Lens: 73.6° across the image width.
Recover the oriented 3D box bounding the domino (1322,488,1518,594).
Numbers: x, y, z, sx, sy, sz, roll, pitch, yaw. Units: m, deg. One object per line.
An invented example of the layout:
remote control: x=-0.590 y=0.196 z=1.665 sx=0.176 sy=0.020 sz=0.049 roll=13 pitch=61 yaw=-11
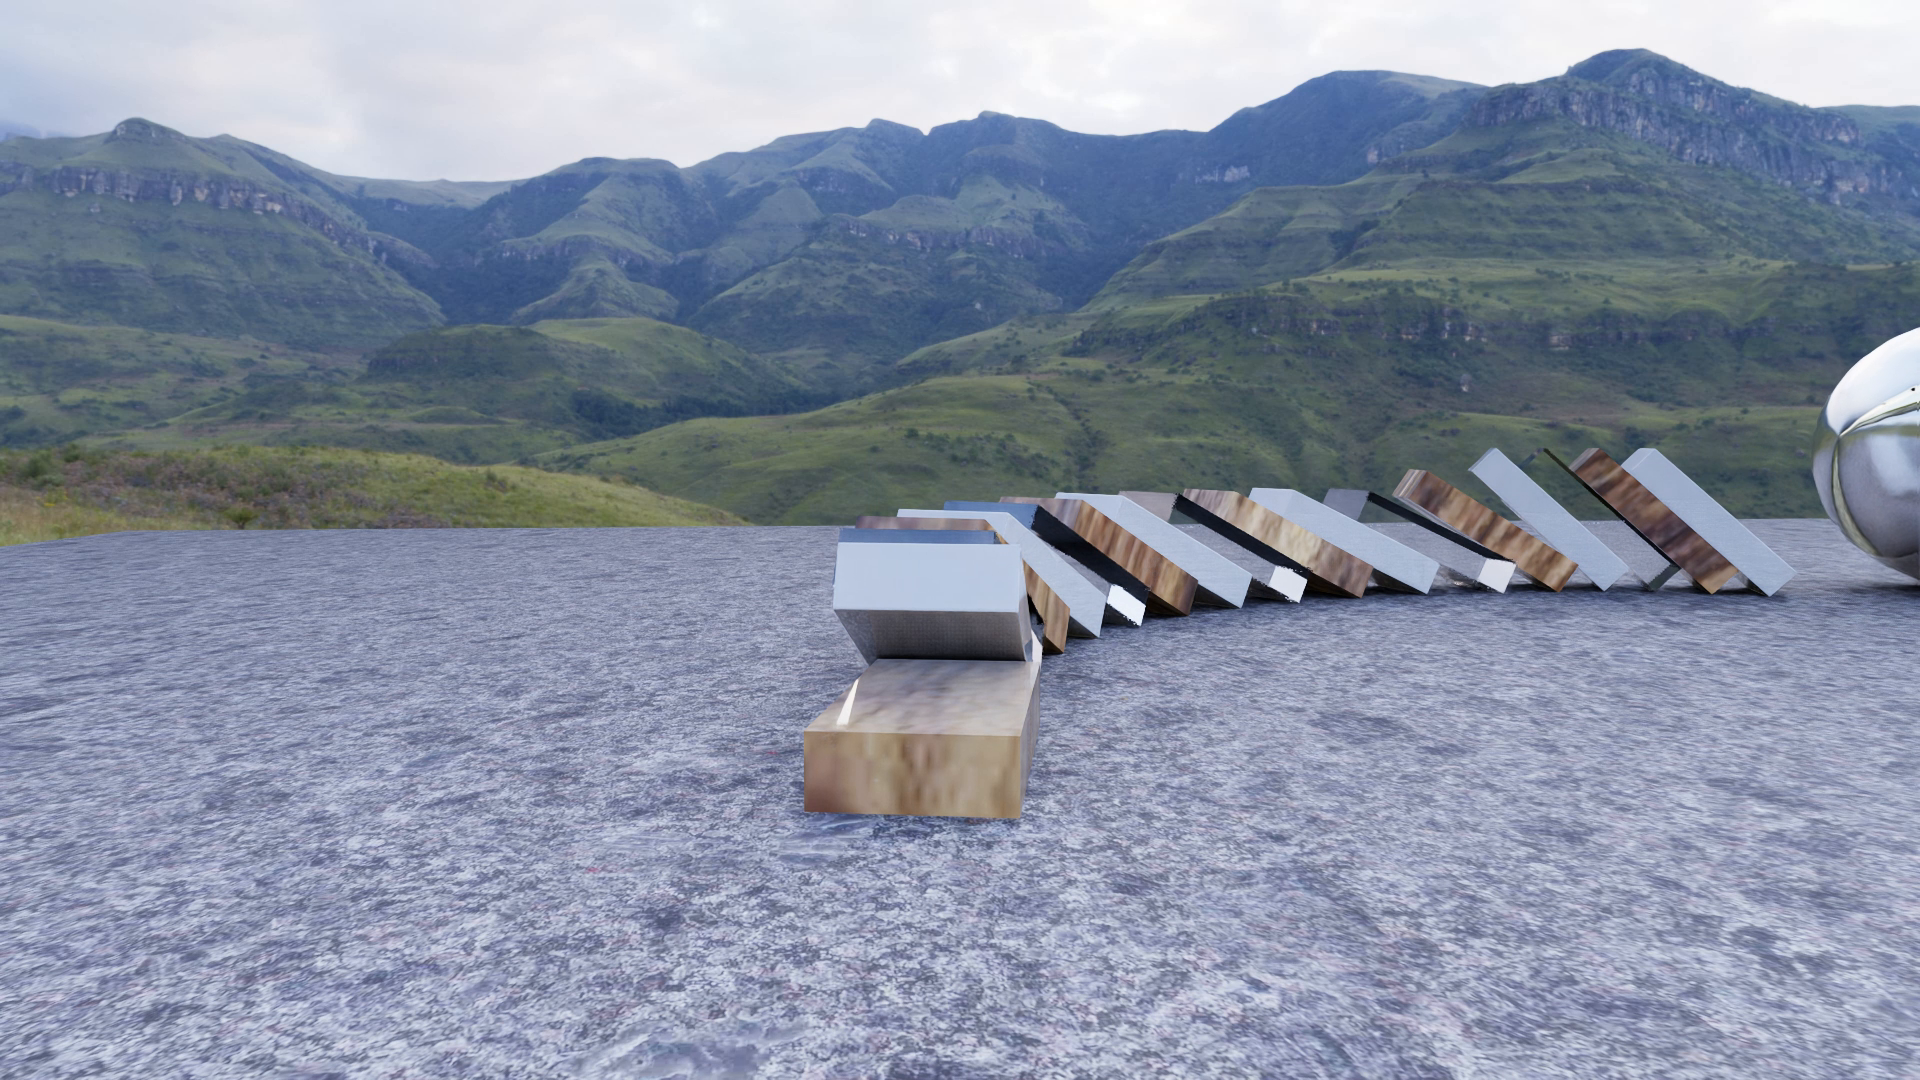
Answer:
domino: x=0.132 y=0.000 z=0.373 sx=0.050 sy=0.009 sz=0.025 roll=24 pitch=0 yaw=-11

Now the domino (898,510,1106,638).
domino: x=0.009 y=0.008 z=0.269 sx=0.025 sy=0.009 sz=0.050 roll=3 pitch=-20 yaw=31

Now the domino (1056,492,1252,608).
domino: x=0.049 y=0.003 z=0.329 sx=0.050 sy=0.009 sz=0.025 roll=28 pitch=-12 yaw=-33

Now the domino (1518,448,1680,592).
domino: x=0.190 y=-0.007 z=0.383 sx=0.050 sy=0.009 sz=0.025 roll=46 pitch=16 yaw=11

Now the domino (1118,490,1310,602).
domino: x=0.067 y=0.002 z=0.344 sx=0.050 sy=0.010 sz=0.025 roll=27 pitch=-9 yaw=-28

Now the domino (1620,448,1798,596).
domino: x=0.215 y=-0.006 z=0.372 sx=0.050 sy=0.010 sz=0.025 roll=45 pitch=16 yaw=10

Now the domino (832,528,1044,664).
domino: x=-0.002 y=0.011 z=0.221 sx=0.025 sy=0.009 sz=0.050 roll=1 pitch=-20 yaw=13

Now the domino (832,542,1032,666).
domino: x=-0.002 y=0.013 z=0.196 sx=0.025 sy=0.010 sz=0.050 roll=1 pitch=-20 yaw=6

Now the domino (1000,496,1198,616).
domino: x=0.033 y=0.004 z=0.310 sx=0.025 sy=0.009 sz=0.050 roll=4 pitch=-19 yaw=45

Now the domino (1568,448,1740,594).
domino: x=0.202 y=-0.006 z=0.377 sx=0.050 sy=0.010 sz=0.025 roll=45 pitch=16 yaw=11

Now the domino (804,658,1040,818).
domino: x=-0.003 y=0.025 z=0.172 sx=0.025 sy=0.009 sz=0.050 roll=0 pitch=4 yaw=6

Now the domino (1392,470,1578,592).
domino: x=0.155 y=-0.003 z=0.381 sx=0.050 sy=0.010 sz=0.025 roll=33 pitch=8 yaw=4

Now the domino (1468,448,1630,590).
domino: x=0.175 y=-0.007 z=0.384 sx=0.050 sy=0.010 sz=0.025 roll=46 pitch=16 yaw=11

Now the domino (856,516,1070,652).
domino: x=0.001 y=0.009 z=0.246 sx=0.025 sy=0.009 sz=0.050 roll=2 pitch=-20 yaw=24

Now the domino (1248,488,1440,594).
domino: x=0.108 y=0.000 z=0.367 sx=0.050 sy=0.009 sz=0.025 roll=25 pitch=-2 yaw=-13

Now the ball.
ball: x=0.297 y=-0.026 z=0.376 sx=0.080 sy=0.080 sz=0.080 roll=0 pitch=4 yaw=0

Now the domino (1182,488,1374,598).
domino: x=0.087 y=0.001 z=0.357 sx=0.050 sy=0.010 sz=0.025 roll=25 pitch=-6 yaw=-21

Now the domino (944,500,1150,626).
domino: x=0.020 y=0.006 z=0.291 sx=0.025 sy=0.010 sz=0.050 roll=4 pitch=-20 yaw=39
